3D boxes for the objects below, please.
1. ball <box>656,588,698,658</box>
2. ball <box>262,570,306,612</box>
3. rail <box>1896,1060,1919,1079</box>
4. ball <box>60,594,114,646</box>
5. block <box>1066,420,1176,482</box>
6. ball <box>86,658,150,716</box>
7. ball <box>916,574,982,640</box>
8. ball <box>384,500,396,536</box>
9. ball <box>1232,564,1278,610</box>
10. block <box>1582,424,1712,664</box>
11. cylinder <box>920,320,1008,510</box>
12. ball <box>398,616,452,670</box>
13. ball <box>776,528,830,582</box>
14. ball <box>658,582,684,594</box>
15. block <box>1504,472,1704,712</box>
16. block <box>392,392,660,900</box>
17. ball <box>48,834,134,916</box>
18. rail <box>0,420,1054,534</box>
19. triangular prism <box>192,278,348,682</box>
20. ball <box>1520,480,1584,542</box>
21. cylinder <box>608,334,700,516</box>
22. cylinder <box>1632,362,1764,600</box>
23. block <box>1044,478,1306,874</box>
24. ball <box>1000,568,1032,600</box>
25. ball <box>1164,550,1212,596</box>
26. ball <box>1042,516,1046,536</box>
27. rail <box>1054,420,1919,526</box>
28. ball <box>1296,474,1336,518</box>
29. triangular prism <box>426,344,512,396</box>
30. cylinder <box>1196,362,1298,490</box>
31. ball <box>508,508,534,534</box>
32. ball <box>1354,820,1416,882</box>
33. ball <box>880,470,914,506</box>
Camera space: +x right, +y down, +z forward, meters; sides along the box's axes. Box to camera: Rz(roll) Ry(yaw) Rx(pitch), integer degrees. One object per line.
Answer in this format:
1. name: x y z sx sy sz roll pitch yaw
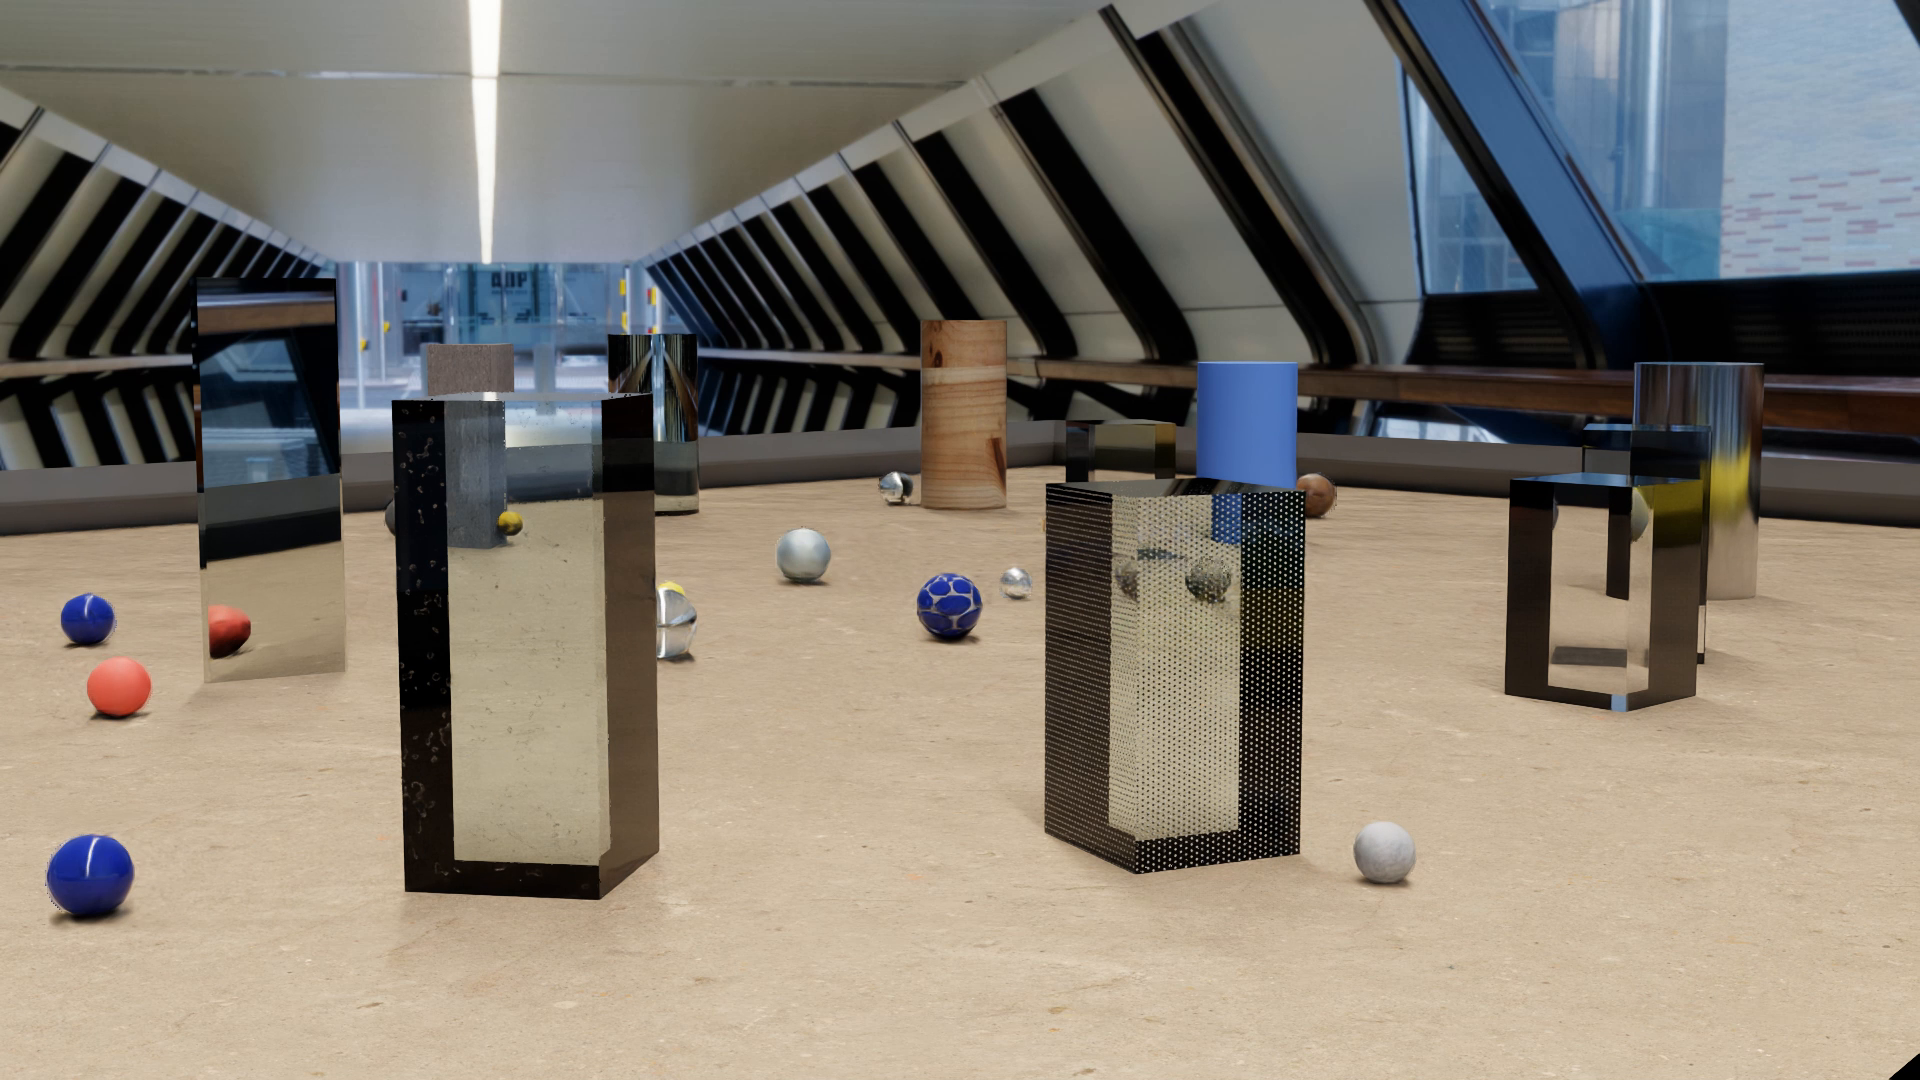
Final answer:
1. ball: -0.381 0.106 2.816 0.090 0.090 0.090 0 6 0
2. ball: -0.996 0.076 3.245 0.061 0.061 0.061 0 6 0
3. rail: 1.363 0.187 1.863 4.491 0.126 0.045 -5 8 -42
4. ball: -1.161 0.106 2.926 0.068 0.068 0.068 0 6 0
5. block: 0.293 -0.097 4.042 0.155 0.239 0.155 -2 6 -17
6. ball: -0.922 0.161 2.410 0.065 0.065 0.065 0 6 0
7. ball: -0.015 0.090 2.976 0.090 0.090 0.090 0 6 0
8. ball: -1.071 -0.044 4.265 0.086 0.086 0.086 0 6 0
9. ball: 0.436 0.071 3.259 0.068 0.068 0.068 0 6 0
10. block: 0.887 0.001 2.849 0.155 0.293 0.155 2 6 18
11. cylinder: 0.009 -0.284 4.953 0.194 0.420 0.194 0 6 0
12. ball: -0.663 0.128 2.725 0.066 0.066 0.066 0 6 0
13. ball: -0.255 0.026 3.588 0.089 0.089 0.089 0 6 0
14. ball: -0.428 0.084 3.243 0.044 0.044 0.044 0 6 0
15. block: 0.741 0.055 2.533 0.155 0.250 0.155 -6 8 -43
16. block: -0.337 0.076 1.731 0.155 0.377 0.155 1 6 9
17. ball: -0.639 0.247 1.619 0.060 0.060 0.060 0 6 0
18. rail: -1.363 -0.121 4.801 4.491 0.126 0.045 -5 8 -42
19. triangular prism: -0.867 -0.080 2.711 0.168 0.482 0.146 -4 7 -31
20. ball: 0.785 -0.039 2.919 0.084 0.084 0.084 0 6 0
21. cylinder: -0.670 -0.255 4.814 0.194 0.391 0.194 0 6 0
22. cylinder: 1.152 -0.096 3.448 0.194 0.360 0.194 0 6 0
23. block: 0.176 0.105 1.825 0.155 0.299 0.155 -3 7 -25
24. ball: 0.086 0.067 3.387 0.048 0.048 0.048 0 6 0
25. ball: 0.355 0.051 3.428 0.071 0.071 0.071 0 6 0
26. ball: 0.194 -0.026 4.140 0.076 0.076 0.076 0 6 0
27. rail: 1.633 -0.124 4.830 0.045 0.126 4.066 -5 8 -42
28. ball: 0.754 -0.094 4.700 0.095 0.095 0.095 0 6 0
29. triangular prism: -0.907 -0.187 4.232 0.168 0.378 0.146 3 7 30
30. cylinder: 0.559 -0.176 4.296 0.194 0.341 0.194 0 6 0
31. ball: -0.843 -0.037 4.216 0.049 0.049 0.049 0 6 0
32. ball: 0.331 0.243 1.714 0.048 0.048 0.048 0 6 0
33. ball: -0.144 -0.118 5.014 0.078 0.078 0.078 0 6 0
